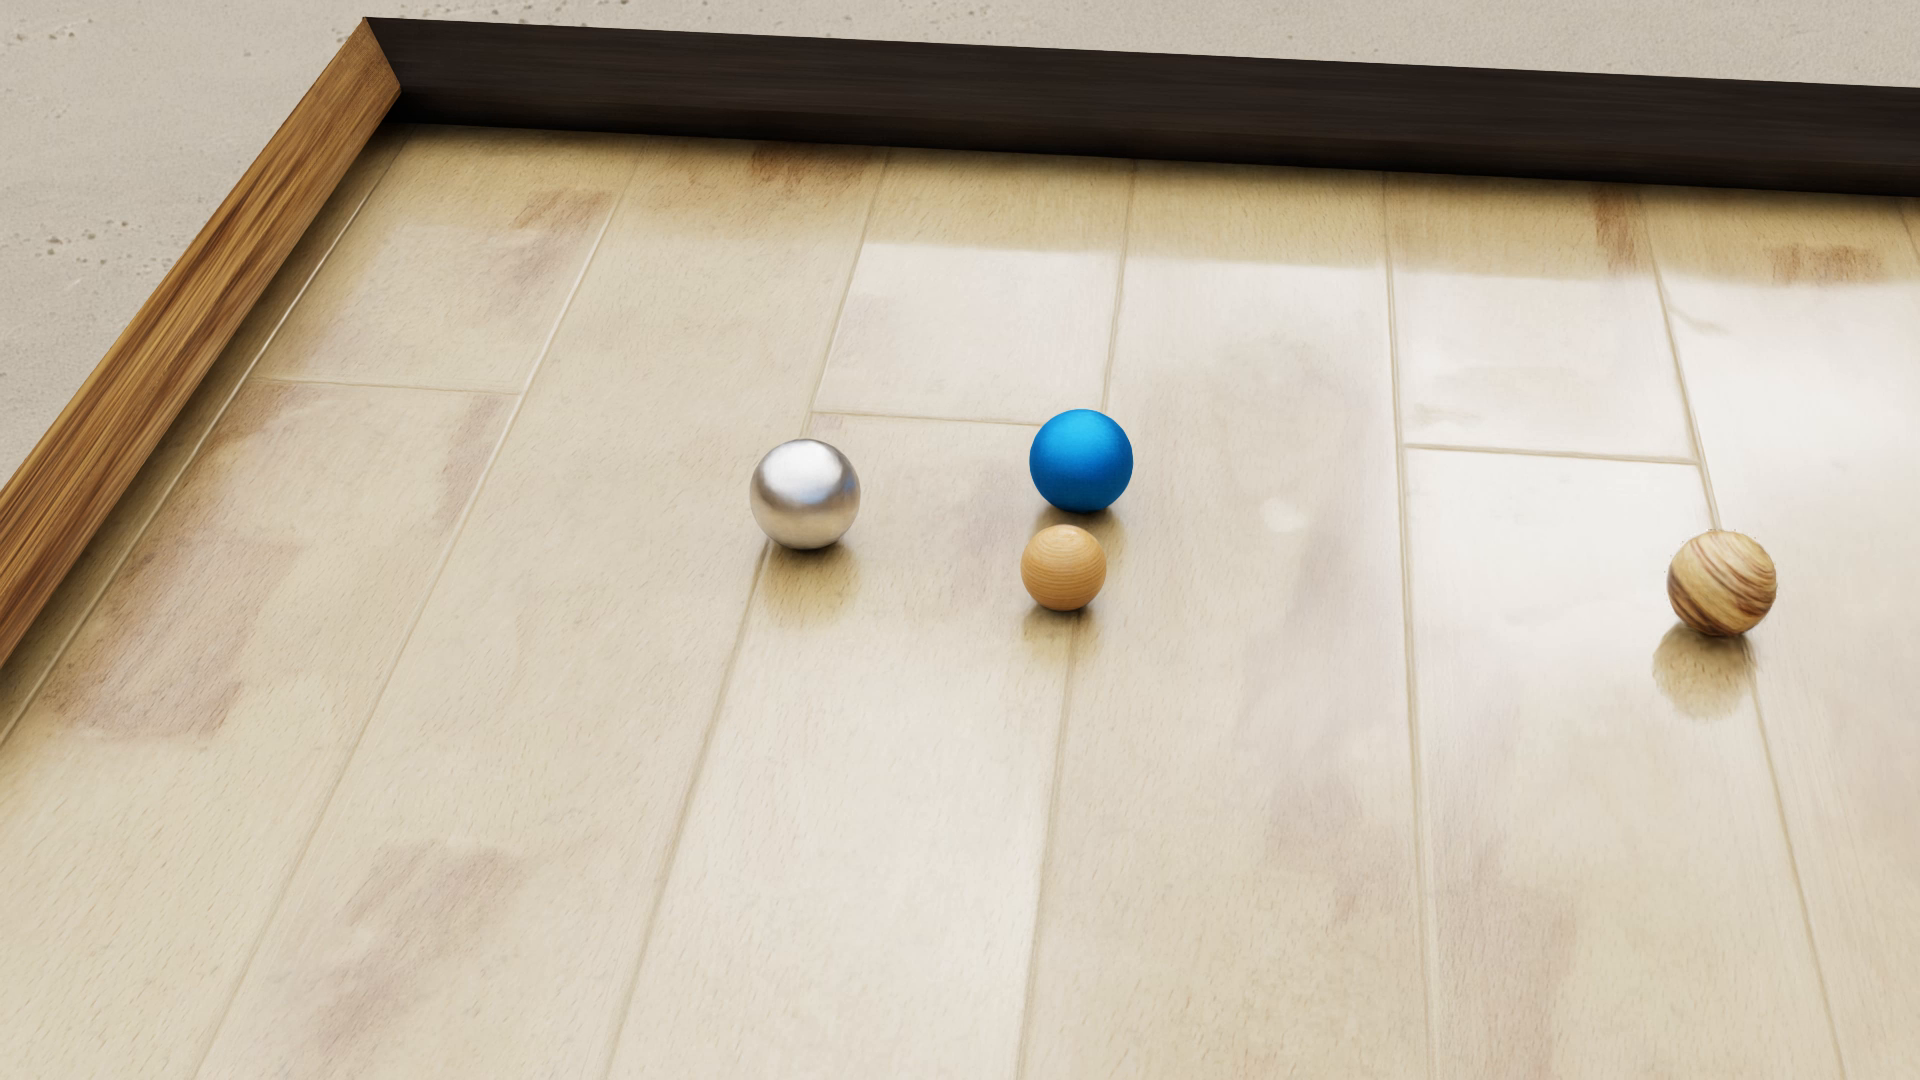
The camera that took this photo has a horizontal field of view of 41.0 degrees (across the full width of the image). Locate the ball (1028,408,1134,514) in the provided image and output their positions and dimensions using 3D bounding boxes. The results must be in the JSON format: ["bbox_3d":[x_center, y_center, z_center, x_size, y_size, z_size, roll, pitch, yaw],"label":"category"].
[{"bbox_3d":[0.097,-0.063,2.057,0.084,0.084,0.084,0,34,0],"label":"ball"}]

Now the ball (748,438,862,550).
[{"bbox_3d":[-0.121,-0.036,2.013,0.088,0.088,0.088,0,34,0],"label":"ball"}]

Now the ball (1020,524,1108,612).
[{"bbox_3d":[0.079,0.021,1.949,0.066,0.066,0.066,0,34,0],"label":"ball"}]

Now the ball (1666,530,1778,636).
[{"bbox_3d":[0.570,0.033,1.920,0.080,0.080,0.080,0,34,0],"label":"ball"}]

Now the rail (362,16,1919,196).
[{"bbox_3d":[0.776,-0.385,2.498,2.791,0.114,0.045,4,35,5],"label":"rail"}]

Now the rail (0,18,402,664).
[{"bbox_3d":[-0.670,-0.058,2.020,0.045,0.114,1.523,4,35,5],"label":"rail"}]
